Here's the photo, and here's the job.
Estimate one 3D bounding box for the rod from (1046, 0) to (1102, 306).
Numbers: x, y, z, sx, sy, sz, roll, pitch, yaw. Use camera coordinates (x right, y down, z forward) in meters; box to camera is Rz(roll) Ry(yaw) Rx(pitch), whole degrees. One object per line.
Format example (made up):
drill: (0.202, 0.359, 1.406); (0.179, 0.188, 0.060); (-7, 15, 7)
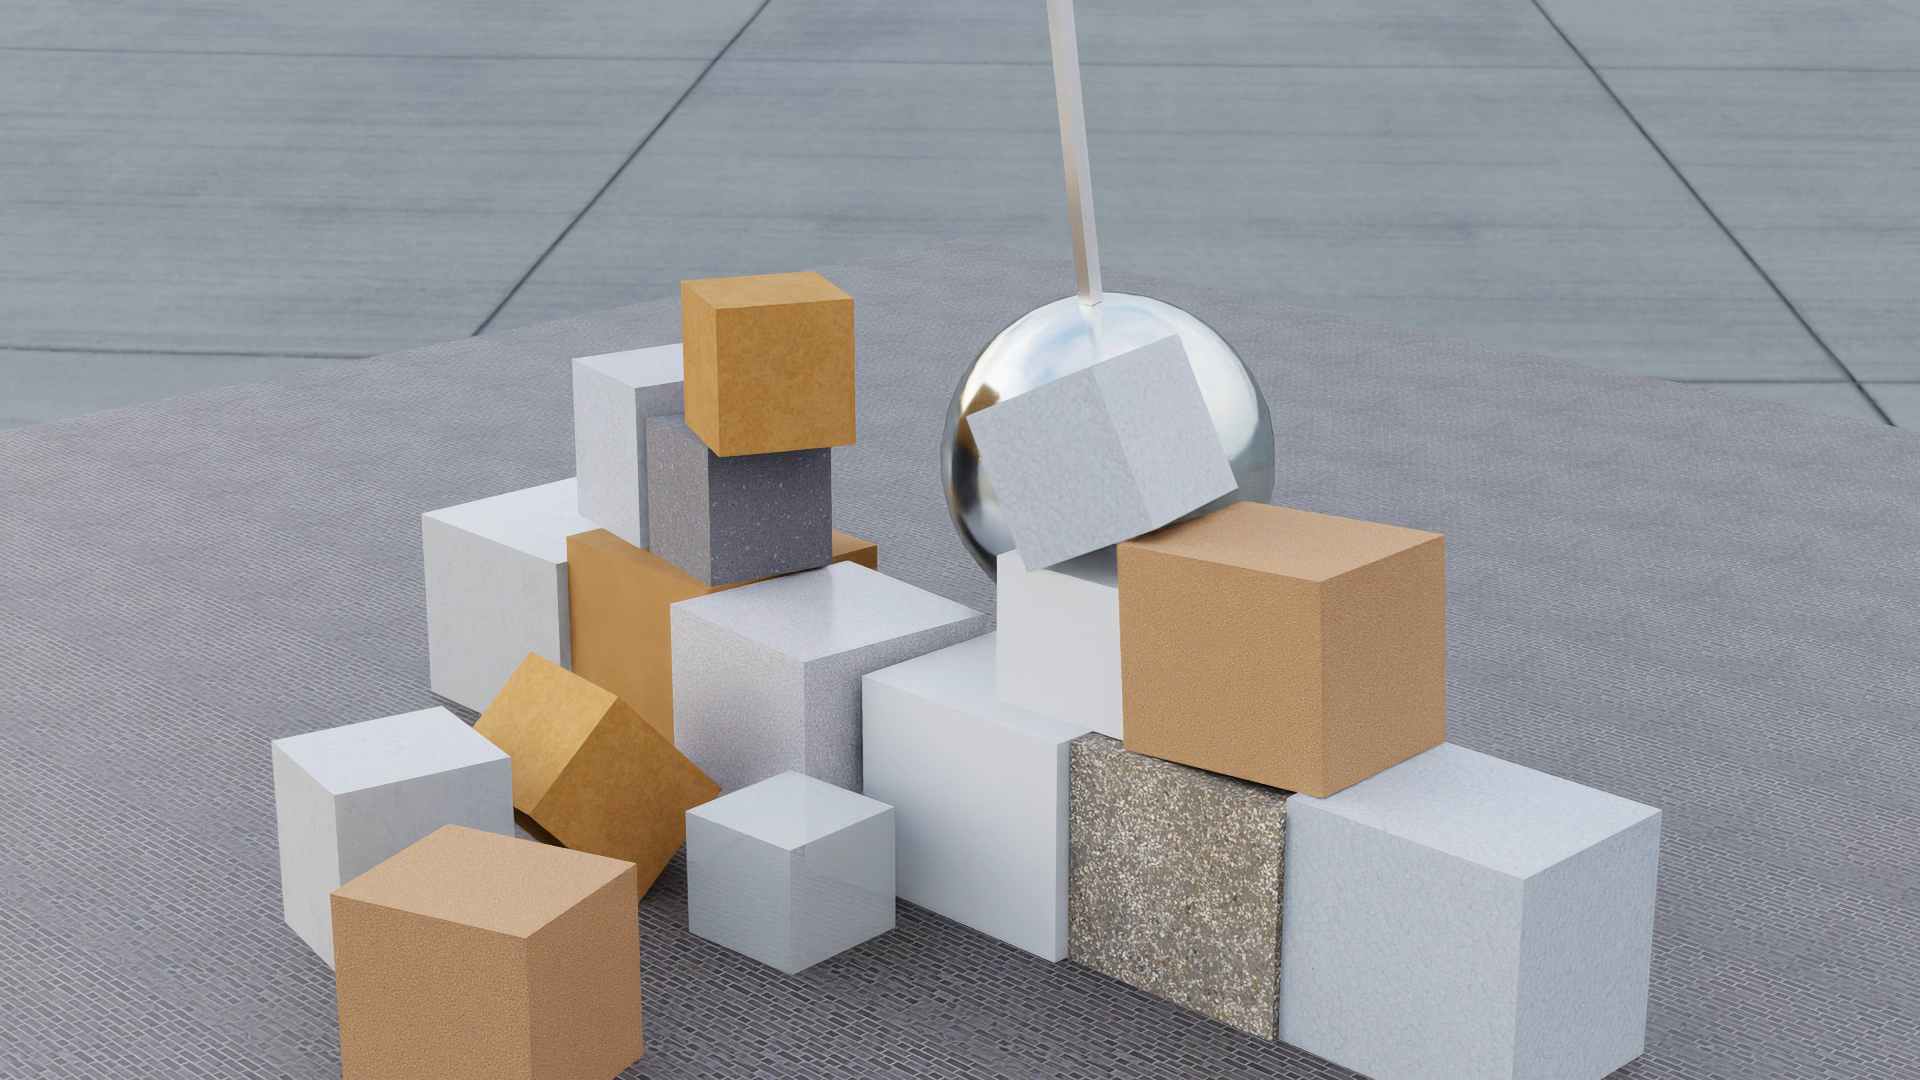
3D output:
rod: (0.304, -3.463, 12.572); (0.080, 5.200, 0.080); (17, 33, 42)

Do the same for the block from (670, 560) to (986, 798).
block: (-0.619, 0.847, 13.807); (1.047, 1.105, 1.047); (-14, 22, -37)

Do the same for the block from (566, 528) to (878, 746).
block: (-1.188, 0.541, 14.743); (1.063, 1.128, 1.147); (-15, 23, -40)

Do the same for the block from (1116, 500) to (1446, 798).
block: (1.328, 0.425, 12.081); (1.025, 0.886, 0.852); (11, 20, 42)

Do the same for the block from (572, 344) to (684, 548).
block: (-1.474, -0.490, 14.780); (0.690, 0.817, 0.700); (-11, 20, -31)

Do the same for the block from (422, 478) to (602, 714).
block: (-1.996, 0.343, 15.589); (1.195, 0.998, 1.194); (-16, 23, -41)

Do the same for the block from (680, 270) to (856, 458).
block: (-0.905, -0.837, 13.805); (0.658, 0.698, 0.640); (-6, 18, -18)

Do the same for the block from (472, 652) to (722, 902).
block: (-1.701, 1.071, 13.255); (0.749, 0.779, 0.643); (21, 70, 48)

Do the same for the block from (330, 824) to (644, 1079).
block: (-1.843, 1.712, 11.504); (0.900, 0.836, 0.765); (8, 19, 25)

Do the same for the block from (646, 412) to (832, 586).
block: (-1.070, -0.238, 14.202); (0.661, 0.683, 0.647); (-11, 20, -31)

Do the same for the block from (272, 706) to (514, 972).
block: (-2.453, 1.308, 12.752); (0.795, 0.858, 0.734); (-11, 21, -31)

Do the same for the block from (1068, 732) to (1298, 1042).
block: (1.239, 1.327, 12.461); (1.117, 0.996, 1.073); (16, 24, 42)

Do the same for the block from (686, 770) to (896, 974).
block: (-0.736, 1.440, 12.808); (0.640, 0.573, 0.643); (15, 23, 40)

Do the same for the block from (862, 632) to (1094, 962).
block: (0.403, 1.083, 13.224); (1.188, 1.004, 1.186); (17, 24, 42)

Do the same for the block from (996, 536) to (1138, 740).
block: (0.636, 0.388, 12.661); (0.727, 0.660, 0.618); (16, 23, 41)

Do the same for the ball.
ball: (0.702, -0.384, 13.957); (1.600, 1.600, 1.600); (0, 17, 0)

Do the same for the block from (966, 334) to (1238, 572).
block: (0.606, -0.371, 12.420); (0.675, 0.709, 0.728); (-20, 3, 37)

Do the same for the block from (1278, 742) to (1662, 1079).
block: (2.019, 1.540, 11.682); (1.118, 1.056, 0.937); (17, 24, 42)
